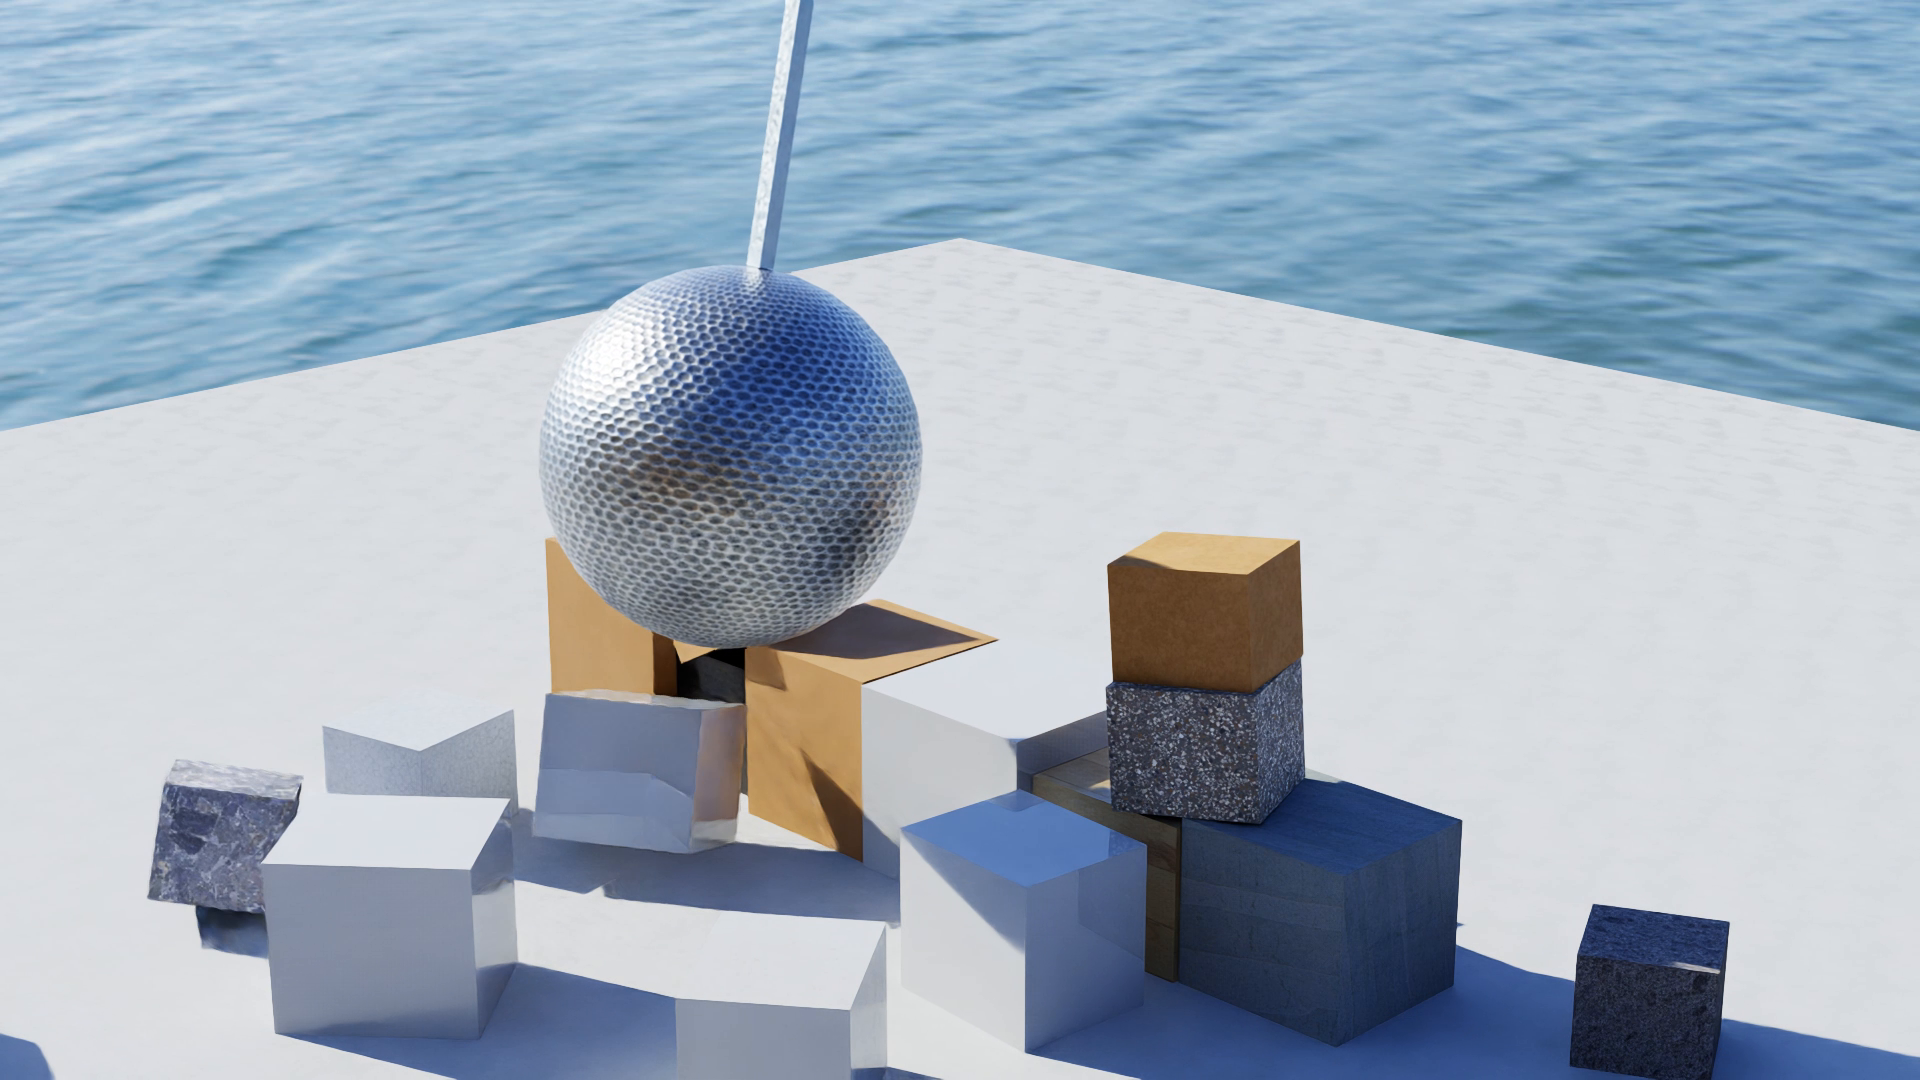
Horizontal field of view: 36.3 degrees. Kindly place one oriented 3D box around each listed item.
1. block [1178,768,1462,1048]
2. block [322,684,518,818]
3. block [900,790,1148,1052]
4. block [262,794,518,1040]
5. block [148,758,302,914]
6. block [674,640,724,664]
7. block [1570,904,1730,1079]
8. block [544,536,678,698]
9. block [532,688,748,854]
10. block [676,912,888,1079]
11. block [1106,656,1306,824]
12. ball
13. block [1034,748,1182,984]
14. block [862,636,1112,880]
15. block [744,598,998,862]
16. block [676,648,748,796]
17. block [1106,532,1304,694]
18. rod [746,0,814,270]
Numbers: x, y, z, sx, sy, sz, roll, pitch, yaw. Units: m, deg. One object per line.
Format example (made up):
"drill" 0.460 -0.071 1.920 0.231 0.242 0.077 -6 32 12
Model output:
"block" 1.502 1.515 12.268 0.841 0.753 0.799 17 24 42
"block" -2.561 1.096 13.953 0.614 0.543 0.653 11 20 31
"block" 0.258 1.563 12.165 0.660 0.723 0.788 -14 22 -38
"block" -2.344 1.551 12.154 0.846 0.753 0.734 1 17 4
"block" -3.255 1.315 13.016 0.561 0.523 0.477 9 7 -10
"block" -1.097 0.159 14.204 0.577 0.650 0.579 -19 -2 -31
"block" 2.765 1.817 11.747 0.545 0.490 0.505 6 18 18
"block" -1.503 0.490 15.043 0.863 1.045 0.844 -17 24 -42
"block" -1.469 1.059 13.561 0.746 0.649 0.703 5 0 13
"block" -0.672 1.896 11.265 0.658 0.628 0.771 3 18 8
"block" 1.043 0.812 12.375 0.653 0.543 0.620 3 15 24
"ball" -0.954 -0.346 12.233 1.600 1.600 1.600 0 17 0
"block" 0.888 1.364 12.824 0.788 0.708 0.822 -17 24 -42
"block" 0.250 1.085 13.417 0.986 0.886 0.989 -16 24 -42
"block" -0.419 0.892 14.018 0.865 0.892 0.837 -16 24 -41
"block" -0.932 0.830 14.610 0.669 0.655 0.672 -17 24 -42
"block" 1.034 0.294 12.289 0.625 0.503 0.582 4 16 28
"rod" -0.413 -3.669 11.755 0.080 5.200 0.080 17 11 42
